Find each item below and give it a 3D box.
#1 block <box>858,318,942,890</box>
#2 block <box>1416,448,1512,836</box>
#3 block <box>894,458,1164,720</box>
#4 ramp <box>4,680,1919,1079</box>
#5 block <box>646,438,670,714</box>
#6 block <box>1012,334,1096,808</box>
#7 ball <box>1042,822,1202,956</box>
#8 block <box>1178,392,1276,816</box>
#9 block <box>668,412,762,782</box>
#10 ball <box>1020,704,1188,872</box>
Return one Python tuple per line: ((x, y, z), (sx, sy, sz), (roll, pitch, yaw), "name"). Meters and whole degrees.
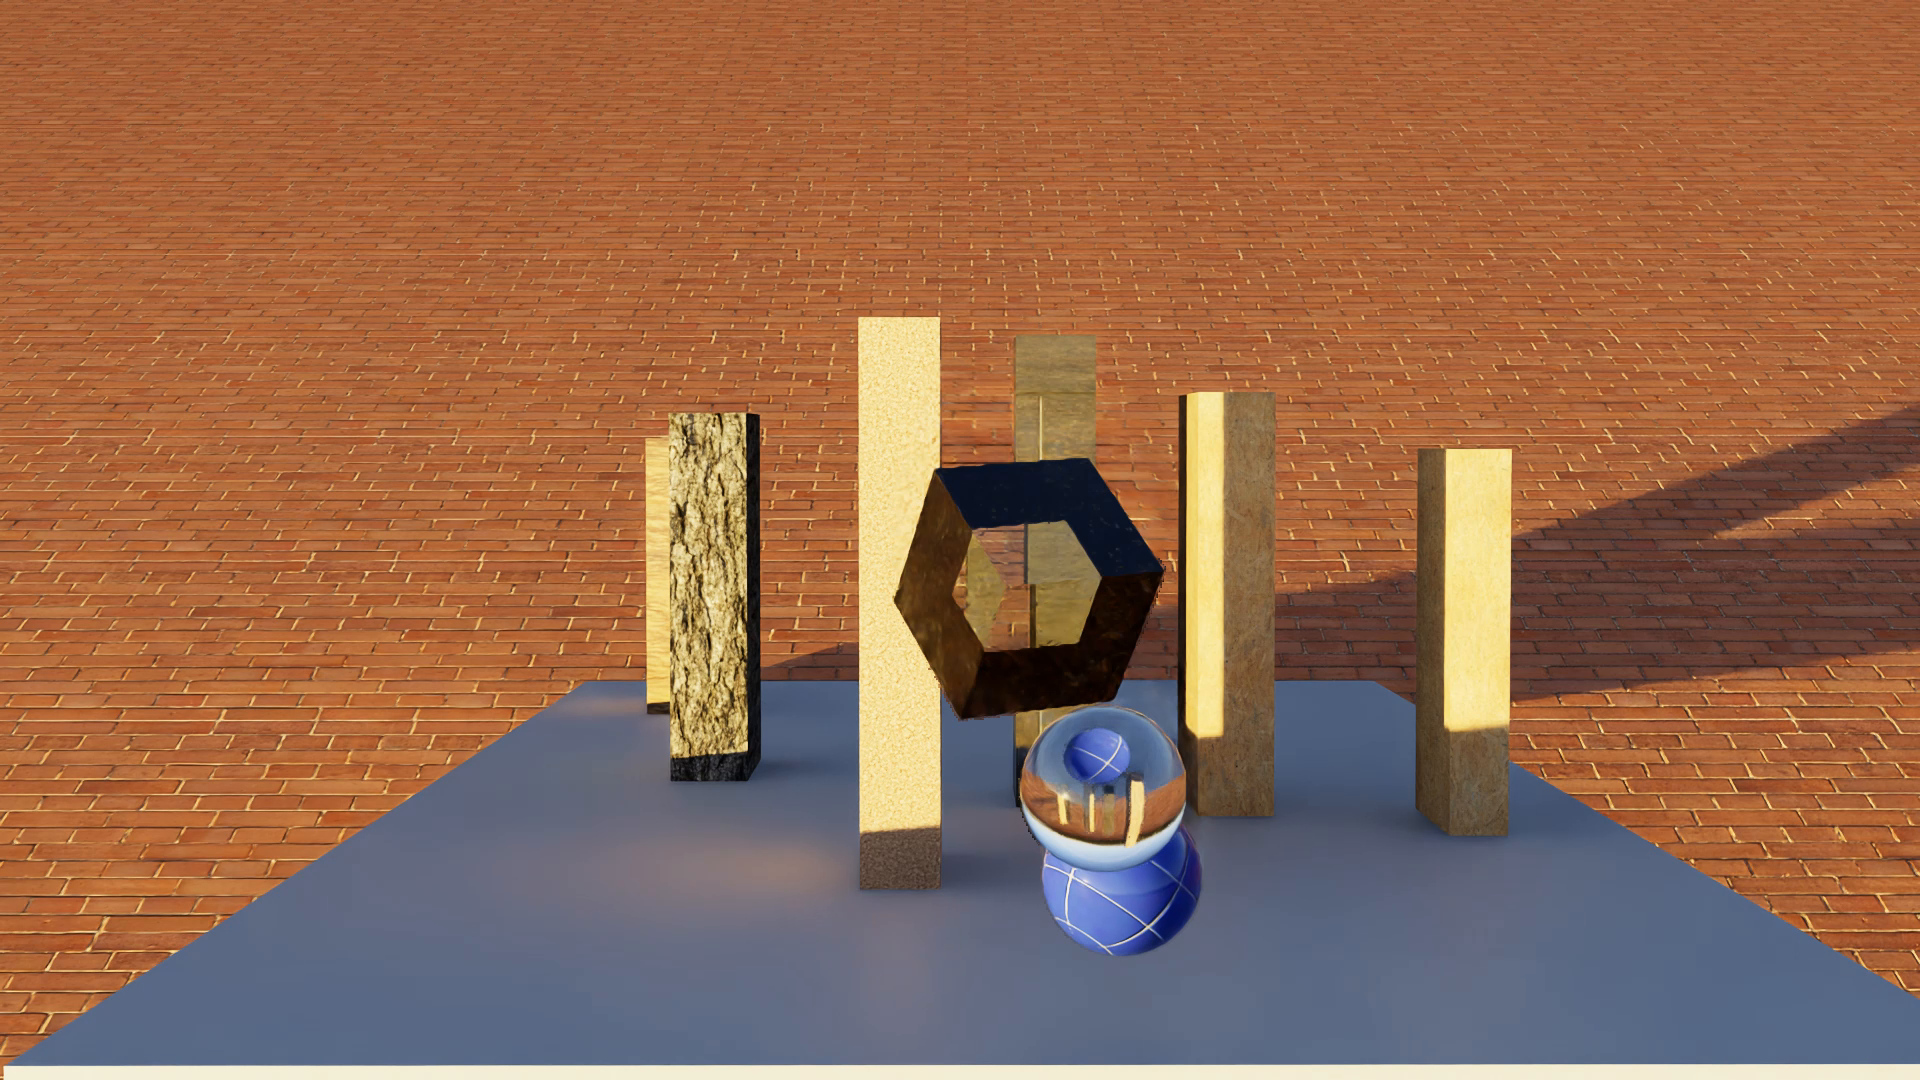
((-0.083, 0.082, 3.666), (0.110, 0.782, 0.306), (0, 2, 0), "block")
((0.806, 0.154, 4.140), (0.091, 0.600, 0.298), (0, 2, 0), "block")
((0.058, 0.041, 2.292), (0.156, 0.156, 0.156), (-5, 43, -27), "block")
((0.054, 0.488, 4.541), (2.000, 0.100, 4.000), (0, 2, 0), "ramp")
((-0.655, 0.075, 5.911), (0.091, 0.618, 0.325), (0, 2, 0), "block")
((0.160, 0.048, 4.421), (0.132, 0.789, 0.251), (0, 2, 0), "block")
((0.180, 0.373, 2.868), (0.178, 0.178, 0.178), (0, 23, 0), "ball")
((0.450, 0.098, 4.382), (0.125, 0.692, 0.375), (0, 2, 0), "block")
((-0.452, 0.097, 4.786), (0.139, 0.663, 0.320), (0, 2, 0), "block")
((0.139, 0.241, 2.496), (0.162, 0.162, 0.162), (0, 23, 0), "ball")
